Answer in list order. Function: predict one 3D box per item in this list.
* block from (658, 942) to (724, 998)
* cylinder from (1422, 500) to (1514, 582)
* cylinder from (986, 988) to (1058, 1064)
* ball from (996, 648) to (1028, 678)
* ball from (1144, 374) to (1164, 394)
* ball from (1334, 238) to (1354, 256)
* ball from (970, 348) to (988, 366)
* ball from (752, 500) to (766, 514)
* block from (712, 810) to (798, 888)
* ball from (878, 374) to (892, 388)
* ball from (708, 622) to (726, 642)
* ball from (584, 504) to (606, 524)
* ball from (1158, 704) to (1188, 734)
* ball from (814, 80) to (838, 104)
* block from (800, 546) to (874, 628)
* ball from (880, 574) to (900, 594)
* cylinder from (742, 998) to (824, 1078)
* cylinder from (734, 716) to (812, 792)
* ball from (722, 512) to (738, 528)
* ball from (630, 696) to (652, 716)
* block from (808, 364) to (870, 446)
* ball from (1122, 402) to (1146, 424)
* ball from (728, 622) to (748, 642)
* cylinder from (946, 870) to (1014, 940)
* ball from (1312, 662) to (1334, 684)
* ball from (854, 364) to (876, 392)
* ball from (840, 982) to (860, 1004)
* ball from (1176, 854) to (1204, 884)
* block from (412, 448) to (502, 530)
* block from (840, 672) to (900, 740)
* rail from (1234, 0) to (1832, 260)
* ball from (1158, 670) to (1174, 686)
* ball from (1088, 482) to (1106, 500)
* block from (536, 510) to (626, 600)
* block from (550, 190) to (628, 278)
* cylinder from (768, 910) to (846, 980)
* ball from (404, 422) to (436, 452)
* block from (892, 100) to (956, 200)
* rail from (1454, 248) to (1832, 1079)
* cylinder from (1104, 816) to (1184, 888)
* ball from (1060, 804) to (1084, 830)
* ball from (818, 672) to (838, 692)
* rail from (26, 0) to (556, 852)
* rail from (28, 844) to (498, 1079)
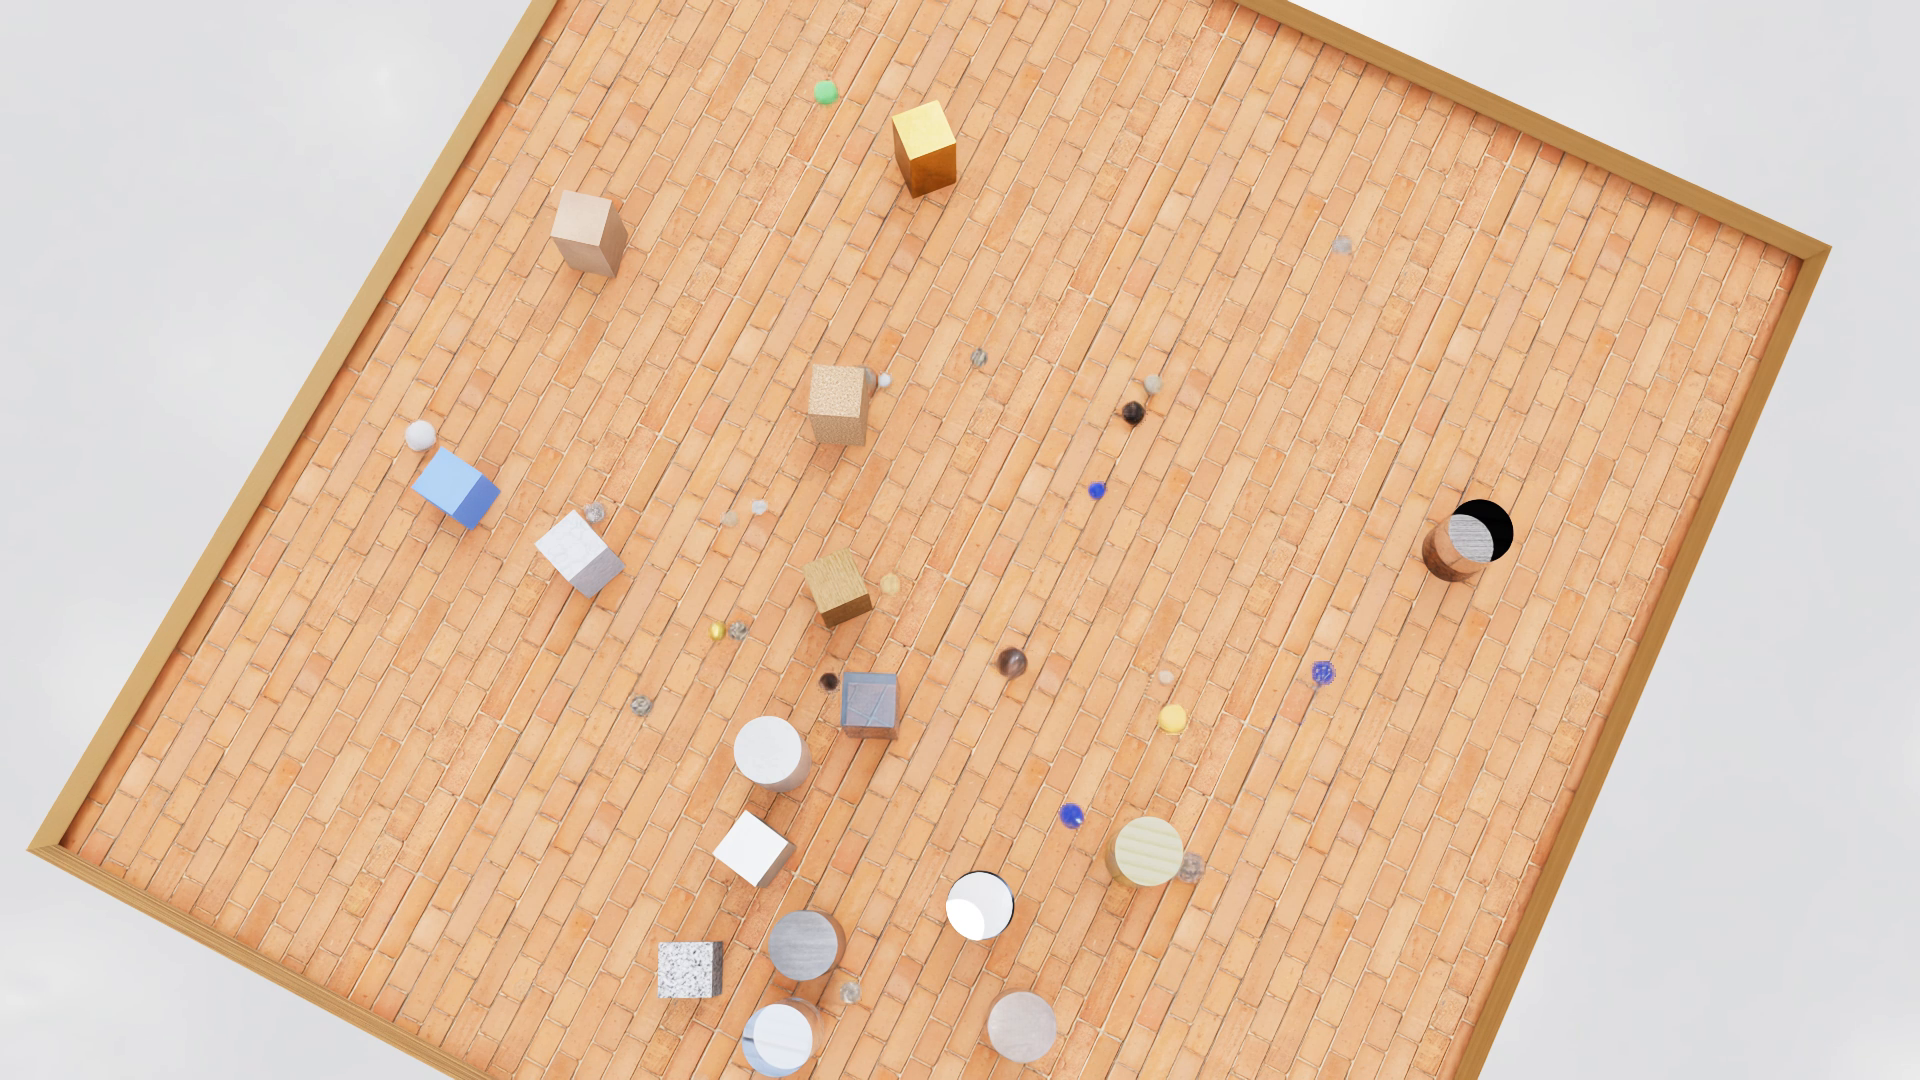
[{"bbox_3d":[-0.769,1.227,5.242,0.151,0.237,0.151,-1,78,0],"label":"block"},{"bbox_3d":[1.507,0.005,5.454,0.189,0.315,0.189,0,78,0],"label":"cylinder"},{"bbox_3d":[0.170,1.361,5.158,0.189,0.347,0.189,0,78,0],"label":"cylinder"},{"bbox_3d":[0.156,0.368,5.492,0.094,0.094,0.094,0,78,0],"label":"ball"},{"bbox_3d":[0.599,-0.484,5.685,0.062,0.062,0.062,0,78,0],"label":"ball"},{"bbox_3d":[1.210,-0.926,5.778,0.058,0.058,0.058,0,78,0],"label":"ball"},{"bbox_3d":[0.060,-0.567,5.705,0.055,0.055,0.055,0,78,0],"label":"ball"},{"bbox_3d":[-0.616,-0.100,5.614,0.046,0.046,0.046,0,78,0],"label":"ball"},{"bbox_3d":[-0.586,0.892,5.272,0.151,0.313,0.151,36,81,7],"label":"block"},{"bbox_3d":[-0.236,-0.495,5.696,0.044,0.044,0.044,0,78,0],"label":"ball"},{"bbox_3d":[-0.733,0.278,5.530,0.056,0.056,0.056,0,78,0],"label":"ball"},{"bbox_3d":[-1.115,-0.082,5.602,0.062,0.062,0.062,0,78,0],"label":"ball"},{"bbox_3d":[0.635,0.532,5.462,0.086,0.086,0.086,0,78,0],"label":"ball"},{"bbox_3d":[-0.431,-1.435,5.874,0.077,0.077,0.077,0,78,0],"label":"ball"},{"bbox_3d":[-0.363,0.144,5.440,0.151,0.288,0.151,-23,79,-5],"label":"block"},{"bbox_3d":[-0.212,0.134,5.555,0.065,0.065,0.065,0,78,0],"label":"ball"},{"bbox_3d":[-0.487,1.379,5.100,0.189,0.453,0.189,0,78,0],"label":"cylinder"},{"bbox_3d":[-0.537,0.623,5.297,0.189,0.372,0.189,0,78,0],"label":"cylinder"},{"bbox_3d":[-0.701,-0.064,5.605,0.049,0.049,0.049,0,78,0],"label":"ball"},{"bbox_3d":[-0.953,0.496,5.481,0.064,0.064,0.064,0,78,0],"label":"ball"},{"bbox_3d":[-0.363,-0.403,5.530,0.151,0.333,0.151,5,78,1],"label":"block"},{"bbox_3d":[0.535,-0.392,5.660,0.073,0.073,0.073,0,78,0],"label":"ball"},{"bbox_3d":[-0.669,0.276,5.529,0.059,0.059,0.059,0,78,0],"label":"ball"},{"bbox_3d":[0.057,1.042,5.222,0.189,0.349,0.189,0,78,0],"label":"cylinder"},{"bbox_3d":[1.088,0.399,5.501,0.064,0.064,0.064,0,78,0],"label":"ball"},{"bbox_3d":[-0.305,-0.496,5.672,0.092,0.092,0.092,0,78,0],"label":"ball"},{"bbox_3d":[-0.319,1.313,5.313,0.062,0.062,0.062,0,78,0],"label":"ball"},{"bbox_3d":[0.672,0.963,5.373,0.086,0.086,0.086,0,78,0],"label":"ball"},{"bbox_3d":[-1.518,-0.152,5.532,0.151,0.228,0.151,33,80,6],"label":"block"},{"bbox_3d":[-0.256,0.485,5.326,0.151,0.372,0.151,2,78,0],"label":"block"},{"bbox_3d":[0.900,-1.756,5.916,4.014,0.122,0.045,26,80,5],"label":"rail"},{"bbox_3d":[0.618,0.413,5.507,0.048,0.048,0.048,0,78,0],"label":"ball"},{"bbox_3d":[0.420,-0.150,5.621,0.053,0.053,0.053,0,78,0],"label":"ball"},{"bbox_3d":[-1.126,0.046,5.452,0.151,0.304,0.151,-42,81,-8],"label":"block"},{"bbox_3d":[-1.142,-0.943,5.666,0.151,0.285,0.151,13,79,3],"label":"block"},{"bbox_3d":[-0.427,1.143,5.180,0.189,0.393,0.189,0,78,0],"label":"cylinder"},{"bbox_3d":[-1.658,-0.319,5.634,0.094,0.094,0.094,0,78,0],"label":"ball"},{"bbox_3d":[-0.109,-1.213,5.709,0.151,0.310,0.151,-21,79,-4],"label":"block"},{"bbox_3d":[1.774,0.875,5.372,0.045,0.122,4.073,26,80,5],"label":"rail"},{"bbox_3d":[0.520,0.895,5.230,0.189,0.393,0.189,0,78,0],"label":"cylinder"},{"bbox_3d":[0.331,0.818,5.411,0.071,0.071,0.071,0,78,0],"label":"ball"},{"bbox_3d":[-0.394,0.428,5.497,0.060,0.060,0.060,0,78,0],"label":"ball"},{"bbox_3d":[-1.774,-0.862,5.731,0.045,0.122,4.073,26,80,5],"label":"rail"},{"bbox_3d":[-0.900,1.769,5.187,4.014,0.122,0.045,26,80,5],"label":"rail"}]
